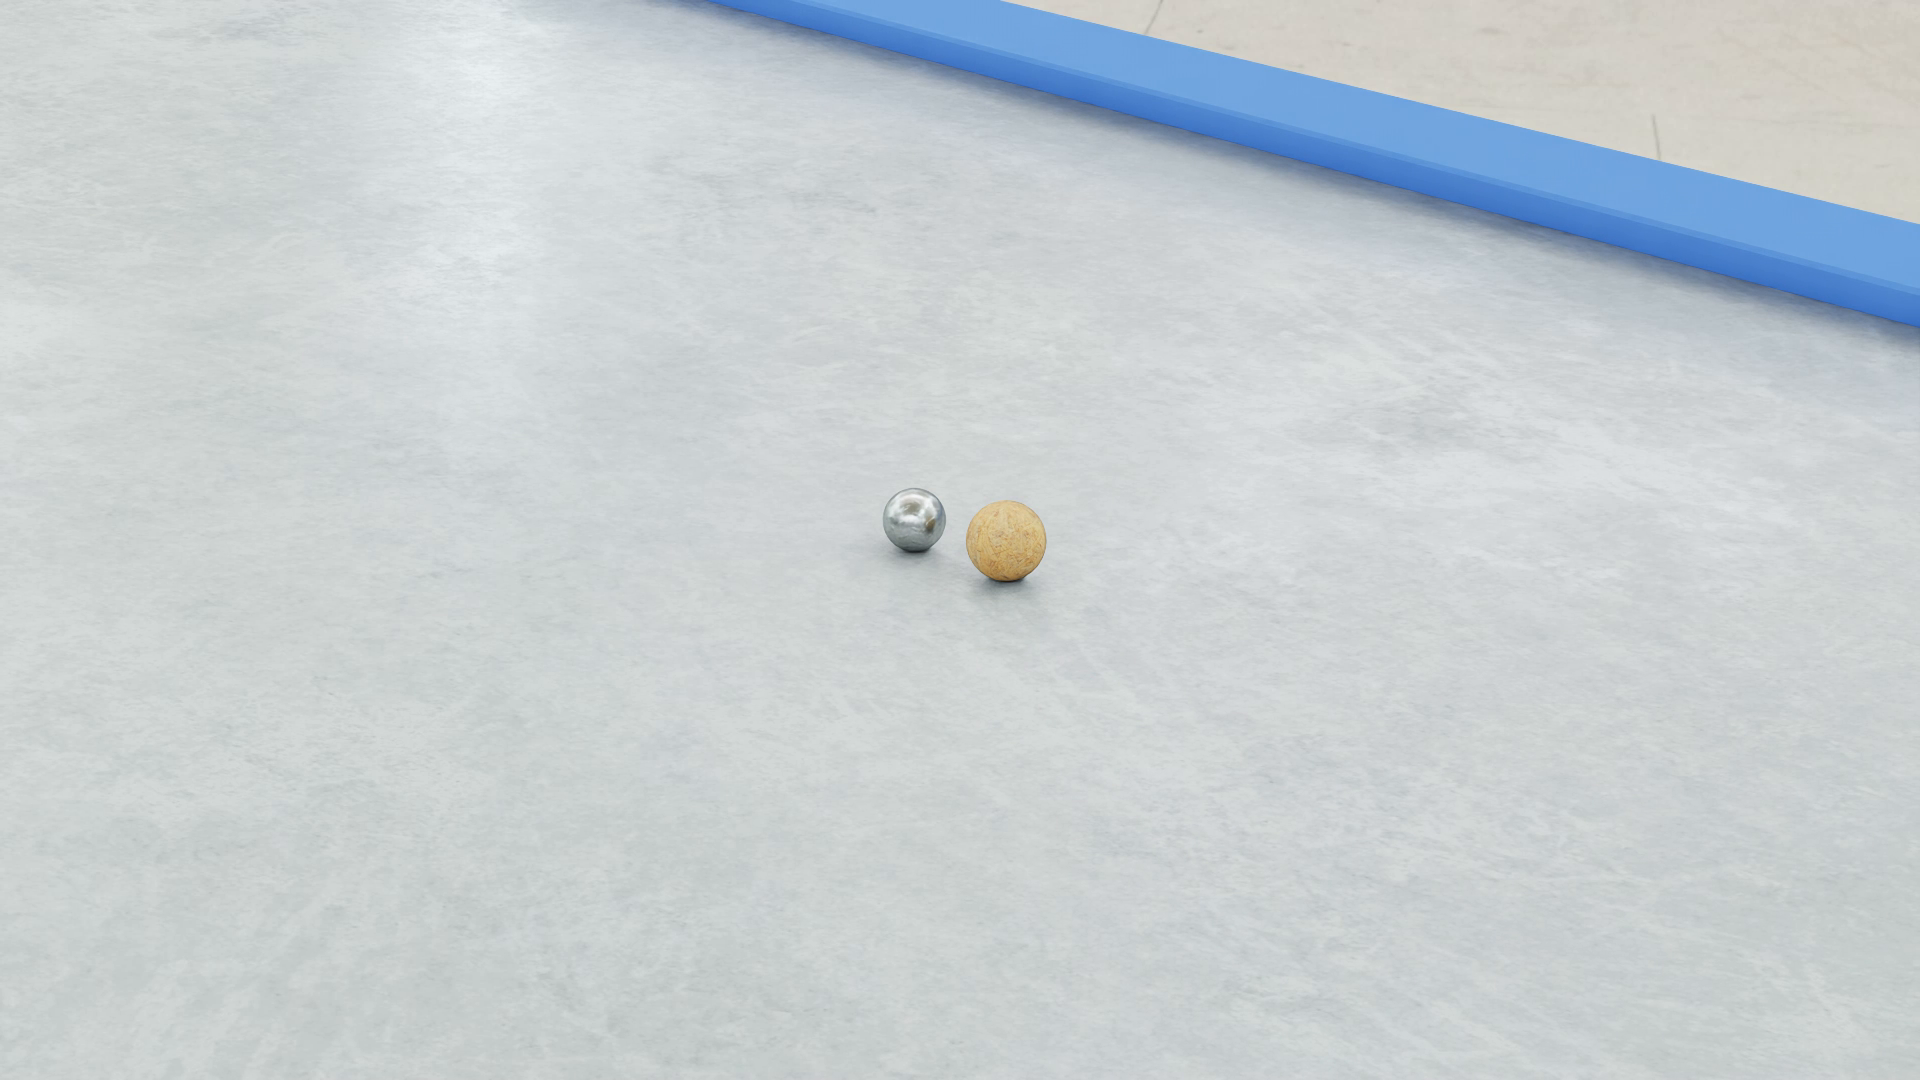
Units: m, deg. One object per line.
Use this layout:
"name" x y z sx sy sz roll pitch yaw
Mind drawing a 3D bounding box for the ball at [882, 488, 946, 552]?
"ball" -0.037 -0.016 2.368 0.052 0.052 0.052 0 24 0

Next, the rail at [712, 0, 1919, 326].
"rail" 0.054 -0.615 3.668 0.045 0.100 4.154 -21 31 -39

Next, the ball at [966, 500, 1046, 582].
"ball" 0.036 0.001 2.314 0.064 0.064 0.064 0 24 0
